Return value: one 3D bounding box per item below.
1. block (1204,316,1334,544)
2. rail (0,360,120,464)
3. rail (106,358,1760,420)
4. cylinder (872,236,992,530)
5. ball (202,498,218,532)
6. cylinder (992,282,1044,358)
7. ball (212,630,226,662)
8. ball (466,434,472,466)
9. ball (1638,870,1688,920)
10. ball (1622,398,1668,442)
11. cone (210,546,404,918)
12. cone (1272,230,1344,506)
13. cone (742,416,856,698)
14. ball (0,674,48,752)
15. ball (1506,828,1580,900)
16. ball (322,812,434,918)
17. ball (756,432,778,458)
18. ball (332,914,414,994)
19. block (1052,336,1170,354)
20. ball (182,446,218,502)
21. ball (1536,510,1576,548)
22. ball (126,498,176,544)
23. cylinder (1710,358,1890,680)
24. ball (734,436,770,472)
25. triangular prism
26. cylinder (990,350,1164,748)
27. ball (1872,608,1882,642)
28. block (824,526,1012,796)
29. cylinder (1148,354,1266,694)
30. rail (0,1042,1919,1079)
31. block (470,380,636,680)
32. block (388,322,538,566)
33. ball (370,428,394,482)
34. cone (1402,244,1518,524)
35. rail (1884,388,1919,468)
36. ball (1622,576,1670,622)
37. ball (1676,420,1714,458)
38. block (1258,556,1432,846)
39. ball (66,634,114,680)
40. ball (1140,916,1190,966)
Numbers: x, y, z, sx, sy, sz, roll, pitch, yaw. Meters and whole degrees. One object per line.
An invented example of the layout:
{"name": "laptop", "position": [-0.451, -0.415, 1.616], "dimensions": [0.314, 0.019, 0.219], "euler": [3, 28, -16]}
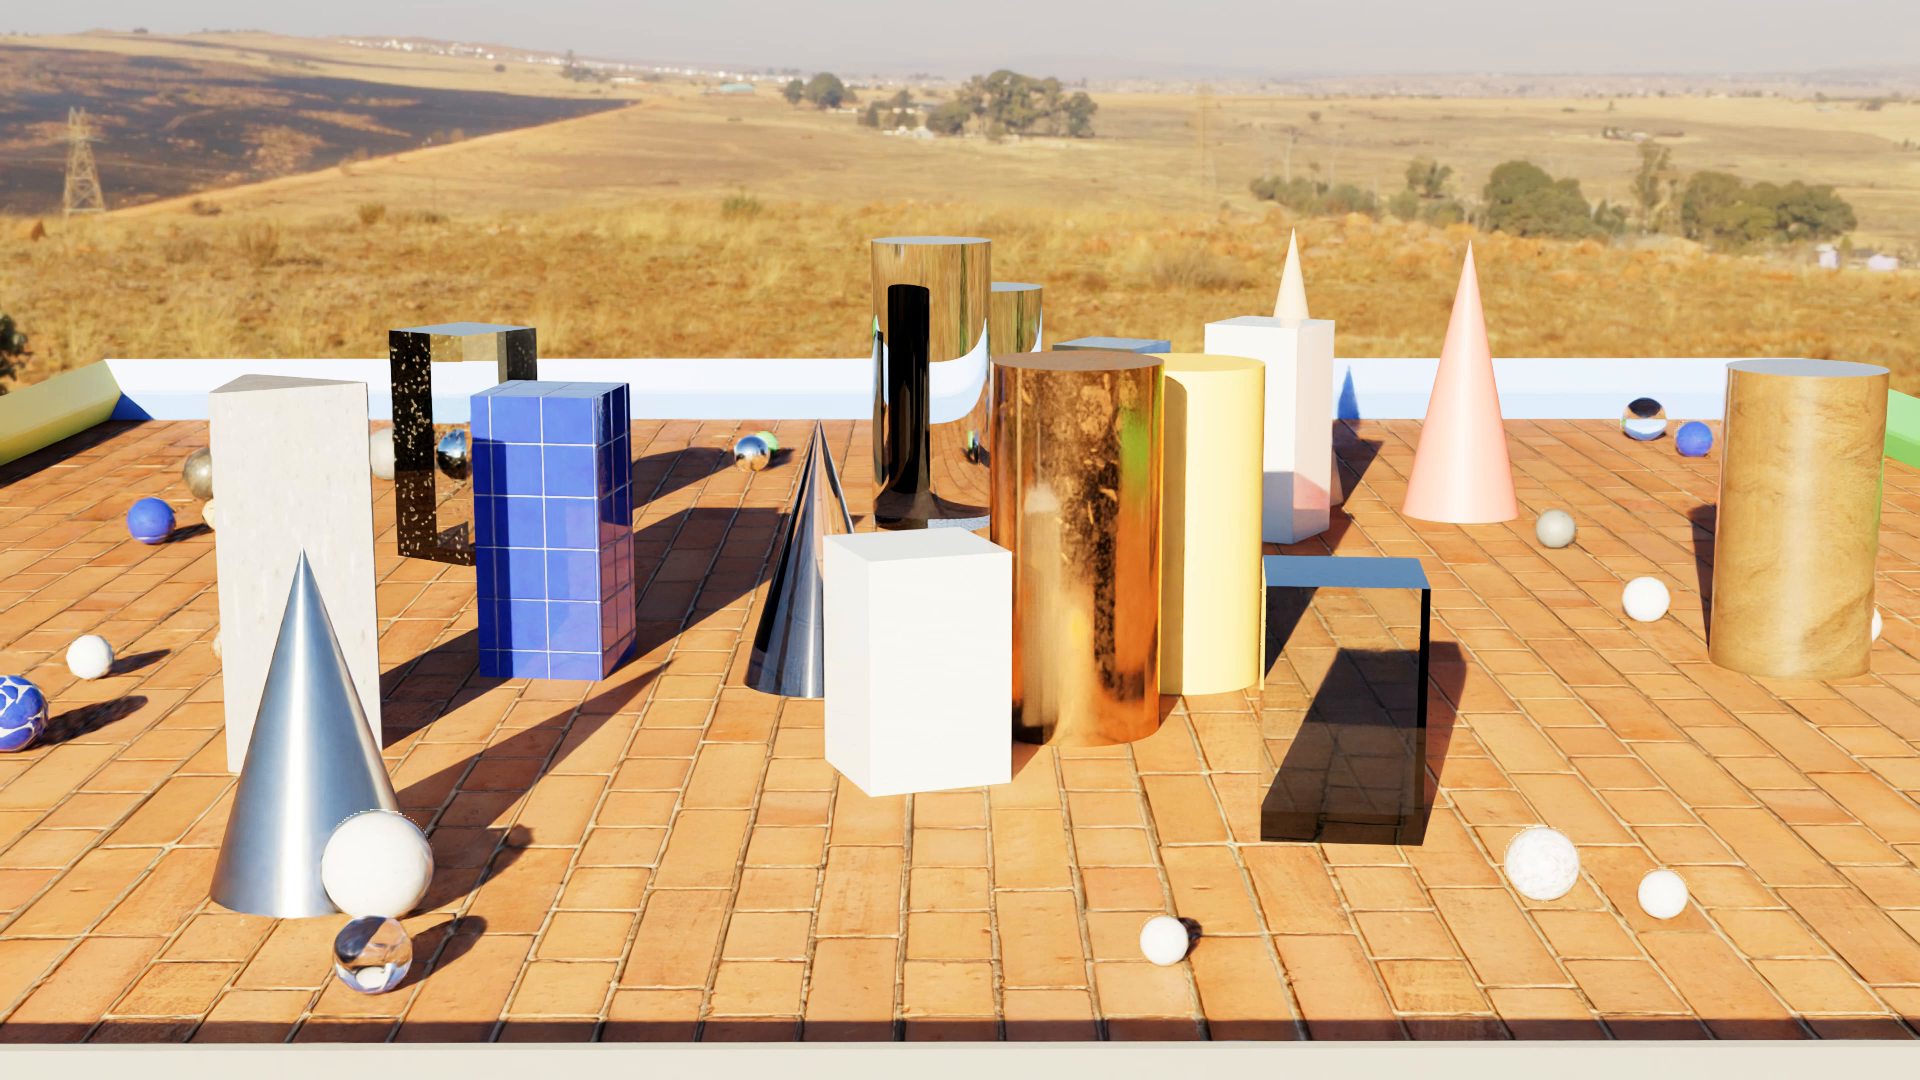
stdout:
{"name": "block", "position": [0.480, -0.174, 3.996], "dimensions": [0.151, 0.330, 0.151], "euler": [6, 12, 29]}
{"name": "rail", "position": [-1.724, 0.033, 3.440], "dimensions": [0.045, 0.123, 3.746], "euler": [0, 11, 0]}
{"name": "rail", "position": [-0.011, -0.307, 5.267], "dimensions": [3.495, 0.123, 0.045], "euler": [0, 11, 0]}
{"name": "cylinder", "position": [-0.045, -0.249, 4.069], "dimensions": [0.189, 0.450, 0.189], "euler": [0, 11, 0]}
{"name": "ball", "position": [-1.163, -0.041, 4.031], "dimensions": [0.054, 0.054, 0.054], "euler": [0, 11, 0]}
{"name": "cylinder", "position": [0.050, -0.273, 4.491], "dimensions": [0.189, 0.341, 0.189], "euler": [0, 11, 0]}
{"name": "ball", "position": [-0.896, 0.129, 3.153], "dimensions": [0.042, 0.042, 0.042], "euler": [0, 11, 0]}
{"name": "ball", "position": [-0.835, -0.160, 4.567], "dimensions": [0.091, 0.091, 0.091], "euler": [0, 11, 0]}
{"name": "ball", "position": [0.605, 0.305, 2.209], "dimensions": [0.042, 0.042, 0.042], "euler": [0, 11, 0]}
{"name": "ball", "position": [1.331, -0.235, 4.986], "dimensions": [0.086, 0.086, 0.086], "euler": [0, 11, 0]}
{"name": "cone", "position": [-0.577, 0.156, 2.278], "dimensions": [0.189, 0.310, 0.189], "euler": [0, 11, 0]}
{"name": "cone", "position": [0.553, -0.294, 4.291], "dimensions": [0.189, 0.457, 0.189], "euler": [0, 11, 0]}
{"name": "cone", "position": [-0.165, 0.010, 3.041], "dimensions": [0.189, 0.317, 0.189], "euler": [0, 11, 0]}
{"name": "ball", "position": [-1.017, 0.185, 2.739], "dimensions": [0.083, 0.083, 0.083], "euler": [0, 11, 0]}
{"name": "ball", "position": [0.513, 0.285, 2.256], "dimensions": [0.064, 0.064, 0.064], "euler": [0, 11, 0]}
{"name": "ball", "position": [-0.498, 0.280, 2.196], "dimensions": [0.094, 0.094, 0.094], "euler": [0, 11, 0]}
{"name": "ball", "position": [-0.363, -0.175, 4.757], "dimensions": [0.052, 0.052, 0.052], "euler": [0, 11, 0]}
{"name": "ball", "position": [-0.465, 0.328, 2.030], "dimensions": [0.063, 0.063, 0.063], "euler": [0, 11, 0]}
{"name": "block", "position": [0.260, -0.212, 4.407], "dimensions": [0.151, 0.254, 0.151], "euler": [6, 12, 29]}
{"name": "ball", "position": [-1.250, -0.109, 4.289], "dimensions": [0.094, 0.094, 0.094], "euler": [0, 11, 0]}
{"name": "ball", "position": [0.901, -0.016, 3.885], "dimensions": [0.060, 0.060, 0.060], "euler": [0, 11, 0]}
{"name": "ball", "position": [-1.236, -0.029, 3.920], "dimensions": [0.072, 0.072, 0.072], "euler": [0, 11, 0]}
{"name": "cylinder", "position": [1.018, -0.028, 3.118], "dimensions": [0.189, 0.364, 0.189], "euler": [0, 11, 0]}
{"name": "ball", "position": [-0.375, -0.155, 4.614], "dimensions": [0.066, 0.066, 0.066], "euler": [0, 11, 0]}
{"name": "triangular prism", "position": [-0.726, 0.027, 2.732], "dimensions": [0.164, 0.396, 0.142], "euler": [-7, 12, -32]}
{"name": "cylinder", "position": [0.127, 0.005, 2.819], "dimensions": [0.189, 0.408, 0.189], "euler": [0, 11, 0]}
{"name": "ball", "position": [1.127, 0.105, 3.220], "dimensions": [0.058, 0.058, 0.058], "euler": [0, 11, 0]}
{"name": "block", "position": [-0.045, 0.122, 2.650], "dimensions": [0.151, 0.240, 0.151], "euler": [-4, 11, -20]}
{"name": "cylinder", "position": [0.264, -0.023, 3.051], "dimensions": [0.189, 0.378, 0.189], "euler": [0, 11, 0]}
{"name": "rail", "position": [0.011, 0.371, 1.631], "dimensions": [3.495, 0.123, 0.045], "euler": [0, 11, 0]}
{"name": "block", "position": [-0.491, -0.015, 3.112], "dimensions": [0.151, 0.340, 0.151], "euler": [2, 11, 8]}
{"name": "block", "position": [-0.735, -0.146, 3.823], "dimensions": [0.151, 0.338, 0.151], "euler": [7, 13, 34]}
{"name": "ball", "position": [-0.998, -0.151, 4.511], "dimensions": [0.095, 0.095, 0.095], "euler": [0, 11, 0]}
{"name": "cone", "position": [0.819, -0.264, 4.157], "dimensions": [0.189, 0.446, 0.189], "euler": [0, 11, 0]}
{"name": "rail", "position": [1.724, 0.030, 3.459], "dimensions": [0.045, 0.123, 3.746], "euler": [0, 11, 0]}
{"name": "ball", "position": [0.903, 0.078, 3.376], "dimensions": [0.060, 0.060, 0.060], "euler": [0, 11, 0]}
{"name": "ball", "position": [1.368, -0.188, 4.780], "dimensions": [0.069, 0.069, 0.069], "euler": [0, 11, 0]}
{"name": "block", "position": [0.367, 0.152, 2.473], "dimensions": [0.151, 0.247, 0.151], "euler": [1, 11, 5]}
{"name": "ball", "position": [-1.038, 0.140, 3.062], "dimensions": [0.054, 0.054, 0.054], "euler": [0, 11, 0]}
{"name": "ball", "position": [0.167, 0.327, 2.095], "dimensions": [0.040, 0.040, 0.040], "euler": [0, 11, 0]}
